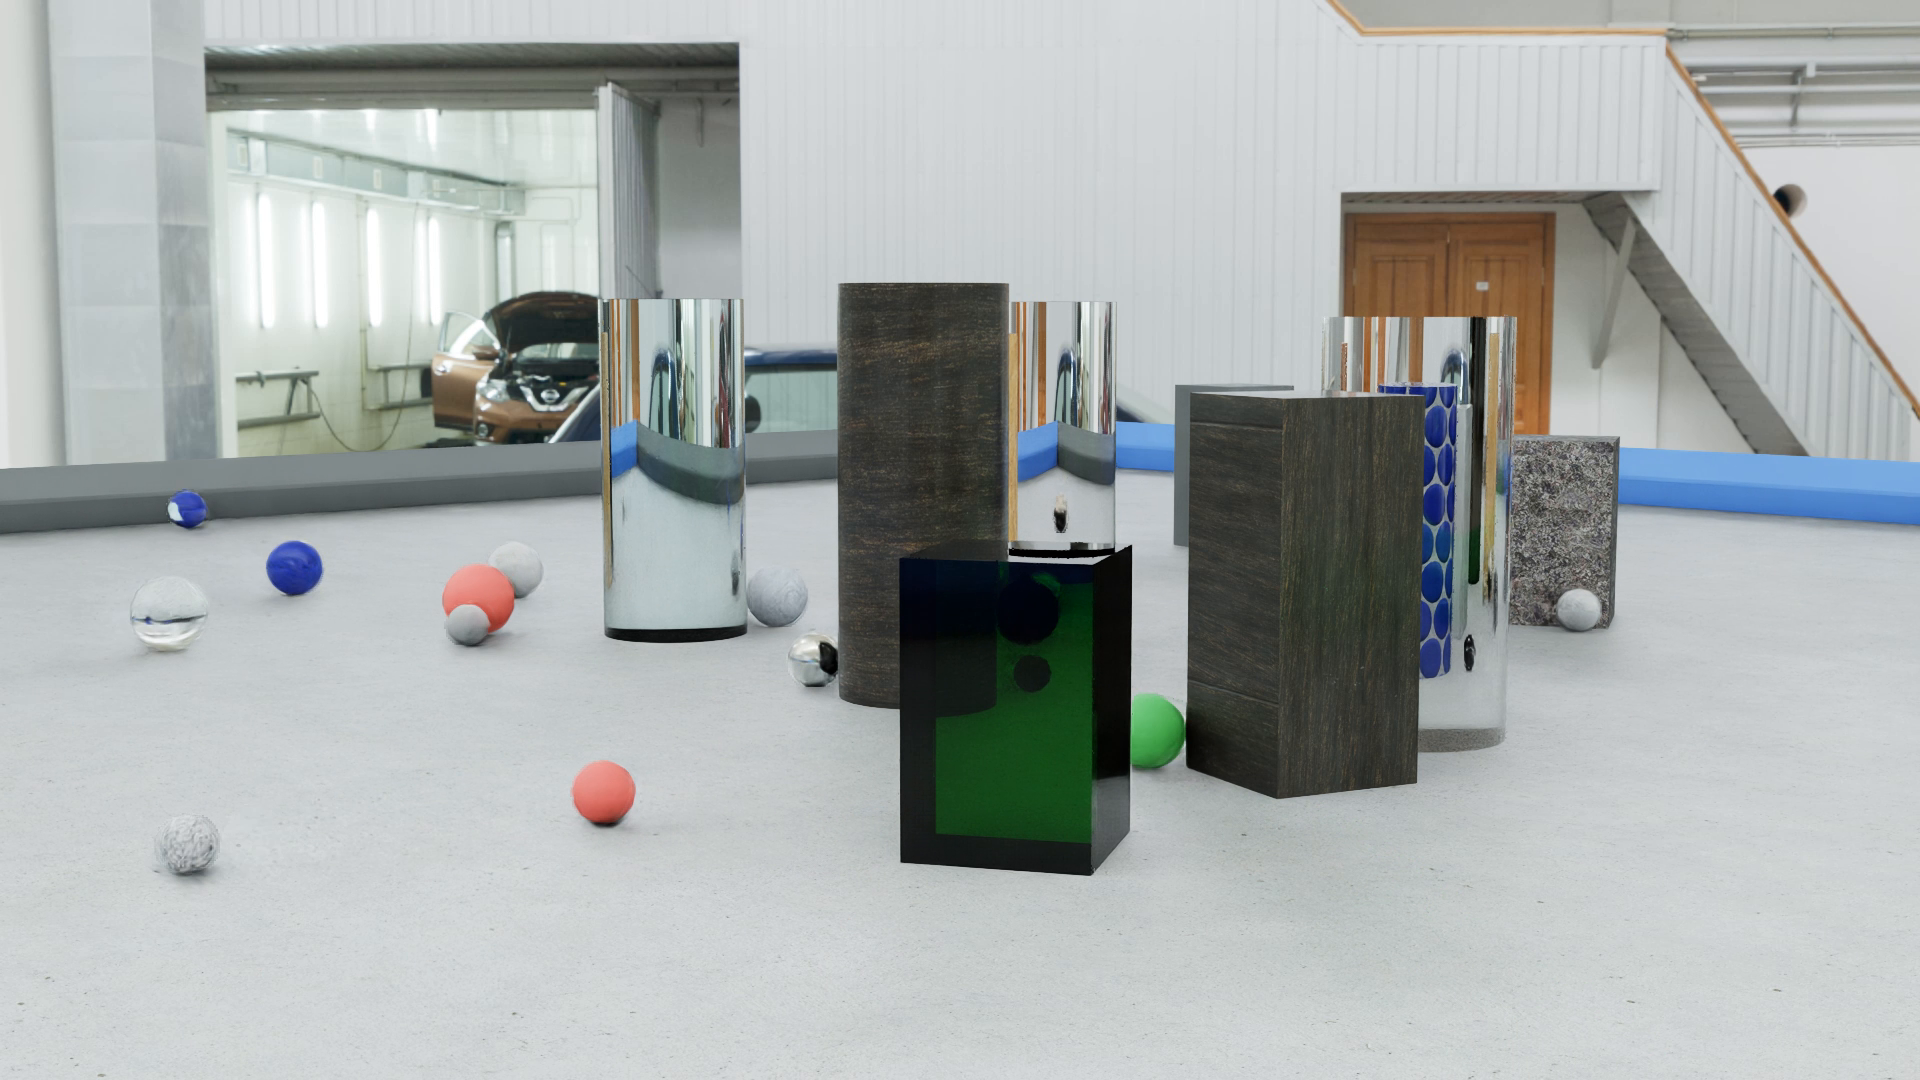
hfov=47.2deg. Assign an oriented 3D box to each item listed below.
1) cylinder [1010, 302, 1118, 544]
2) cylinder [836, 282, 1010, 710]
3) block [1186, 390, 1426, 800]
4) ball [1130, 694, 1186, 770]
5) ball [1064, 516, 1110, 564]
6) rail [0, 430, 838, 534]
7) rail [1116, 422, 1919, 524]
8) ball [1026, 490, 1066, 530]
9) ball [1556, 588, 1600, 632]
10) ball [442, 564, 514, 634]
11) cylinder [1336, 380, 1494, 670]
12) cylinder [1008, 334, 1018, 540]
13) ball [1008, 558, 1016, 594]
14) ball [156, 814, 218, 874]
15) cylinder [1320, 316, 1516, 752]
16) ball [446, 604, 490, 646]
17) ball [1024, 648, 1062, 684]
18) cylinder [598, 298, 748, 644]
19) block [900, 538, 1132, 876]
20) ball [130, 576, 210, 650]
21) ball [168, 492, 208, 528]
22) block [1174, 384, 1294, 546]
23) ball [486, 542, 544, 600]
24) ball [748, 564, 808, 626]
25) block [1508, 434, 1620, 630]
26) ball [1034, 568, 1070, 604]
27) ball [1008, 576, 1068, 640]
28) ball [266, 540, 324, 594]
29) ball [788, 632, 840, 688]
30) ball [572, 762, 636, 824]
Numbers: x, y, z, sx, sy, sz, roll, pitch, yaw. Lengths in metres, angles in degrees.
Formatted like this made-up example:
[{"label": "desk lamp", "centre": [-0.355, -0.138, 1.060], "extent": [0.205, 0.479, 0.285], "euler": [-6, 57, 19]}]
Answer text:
[{"label": "cylinder", "centre": [0.165, -0.171, 3.709], "extent": [0.197, 0.459, 0.197], "euler": [0, 6, 0]}, {"label": "cylinder", "centre": [-0.042, -0.056, 2.531], "extent": [0.197, 0.475, 0.197], "euler": [0, 6, 0]}, {"label": "block", "centre": [0.326, 0.044, 2.094], "extent": [0.158, 0.366, 0.158], "euler": [-3, 7, -26]}, {"label": "ball", "centre": [0.184, 0.187, 2.141], "extent": [0.073, 0.073, 0.073], "euler": [0, 6, 0]}, {"label": "ball", "centre": [0.224, 0.000, 3.873], "extent": [0.083, 0.083, 0.083], "euler": [0, 6, 0]}, {"label": "rail", "centre": [-1.399, -0.124, 4.840], "extent": [4.639, 0.128, 0.045], "euler": [-5, 8, -42]}, {"label": "rail", "centre": [1.687, -0.128, 4.880], "extent": [0.045, 0.128, 4.173], "euler": [-5, 8, -42]}, {"label": "ball", "centre": [0.176, -0.062, 4.487], "extent": [0.079, 0.079, 0.079], "euler": [0, 6, 0]}, {"label": "ball", "centre": [0.860, 0.097, 3.058], "extent": [0.059, 0.059, 0.059], "euler": [0, 6, 0]}, {"label": "ball", "centre": [-0.661, 0.082, 3.019], "extent": [0.097, 0.097, 0.097], "euler": [0, 6, 0]}, {"label": "cylinder", "centre": [0.577, -0.024, 2.808], "extent": [0.197, 0.353, 0.197], "euler": [0, 6, 0]}, {"label": "cylinder", "centre": [-0.008, -0.118, 3.443], "extent": [0.197, 0.408, 0.197], "euler": [0, 6, 0]}, {"label": "ball", "centre": [0.038, 0.054, 3.323], "extent": [0.090, 0.090, 0.090], "euler": [0, 6, 0]}, {"label": "ball", "centre": [-0.613, 0.241, 1.744], "extent": [0.046, 0.046, 0.046], "euler": [0, 6, 0]}, {"label": "cylinder", "centre": [0.474, -0.013, 2.296], "extent": [0.197, 0.438, 0.197], "euler": [0, 6, 0]}, {"label": "ball", "centre": [-0.656, 0.113, 2.930], "extent": [0.055, 0.055, 0.055], "euler": [0, 6, 0]}, {"label": "ball", "centre": [0.099, 0.151, 2.623], "extent": [0.044, 0.044, 0.044], "euler": [0, 6, 0]}, {"label": "cylinder", "centre": [-0.394, -0.100, 3.025], "extent": [0.197, 0.460, 0.197], "euler": [0, 6, 0]}, {"label": "block", "centre": [0.049, 0.132, 1.820], "extent": [0.158, 0.248, 0.158], "euler": [2, 6, 16]}, {"label": "ball", "centre": [-1.037, 0.096, 2.884], "extent": [0.099, 0.099, 0.099], "euler": [0, 6, 0]}, {"label": "ball", "centre": [-1.583, -0.062, 4.510], "extent": [0.076, 0.076, 0.076], "euler": [0, 6, 0]}, {"label": "block", "centre": [0.516, -0.140, 4.149], "extent": [0.158, 0.305, 0.158], "euler": [-4, 7, -33]}, {"label": "ball", "centre": [-0.687, 0.048, 3.394], "extent": [0.088, 0.088, 0.088], "euler": [0, 6, 0]}, {"label": "ball", "centre": [-0.258, 0.079, 3.102], "extent": [0.087, 0.087, 0.087], "euler": [0, 6, 0]}, {"label": "block", "centre": [0.860, -0.016, 3.167], "extent": [0.158, 0.262, 0.158], "euler": [2, 6, 20]}, {"label": "ball", "centre": [0.140, 0.070, 3.343], "extent": [0.056, 0.056, 0.056], "euler": [0, 6, 0]}, {"label": "ball", "centre": [0.102, 0.092, 2.981], "extent": [0.088, 0.088, 0.088], "euler": [0, 6, 0]}, {"label": "ball", "centre": [-1.044, 0.043, 3.451], "extent": [0.087, 0.087, 0.087], "euler": [0, 6, 0]}, {"label": "ball", "centre": [-0.172, 0.142, 2.606], "extent": [0.065, 0.065, 0.065], "euler": [0, 6, 0]}, {"label": "ball", "centre": [-0.310, 0.220, 1.914], "extent": [0.054, 0.054, 0.054], "euler": [0, 6, 0]}]
